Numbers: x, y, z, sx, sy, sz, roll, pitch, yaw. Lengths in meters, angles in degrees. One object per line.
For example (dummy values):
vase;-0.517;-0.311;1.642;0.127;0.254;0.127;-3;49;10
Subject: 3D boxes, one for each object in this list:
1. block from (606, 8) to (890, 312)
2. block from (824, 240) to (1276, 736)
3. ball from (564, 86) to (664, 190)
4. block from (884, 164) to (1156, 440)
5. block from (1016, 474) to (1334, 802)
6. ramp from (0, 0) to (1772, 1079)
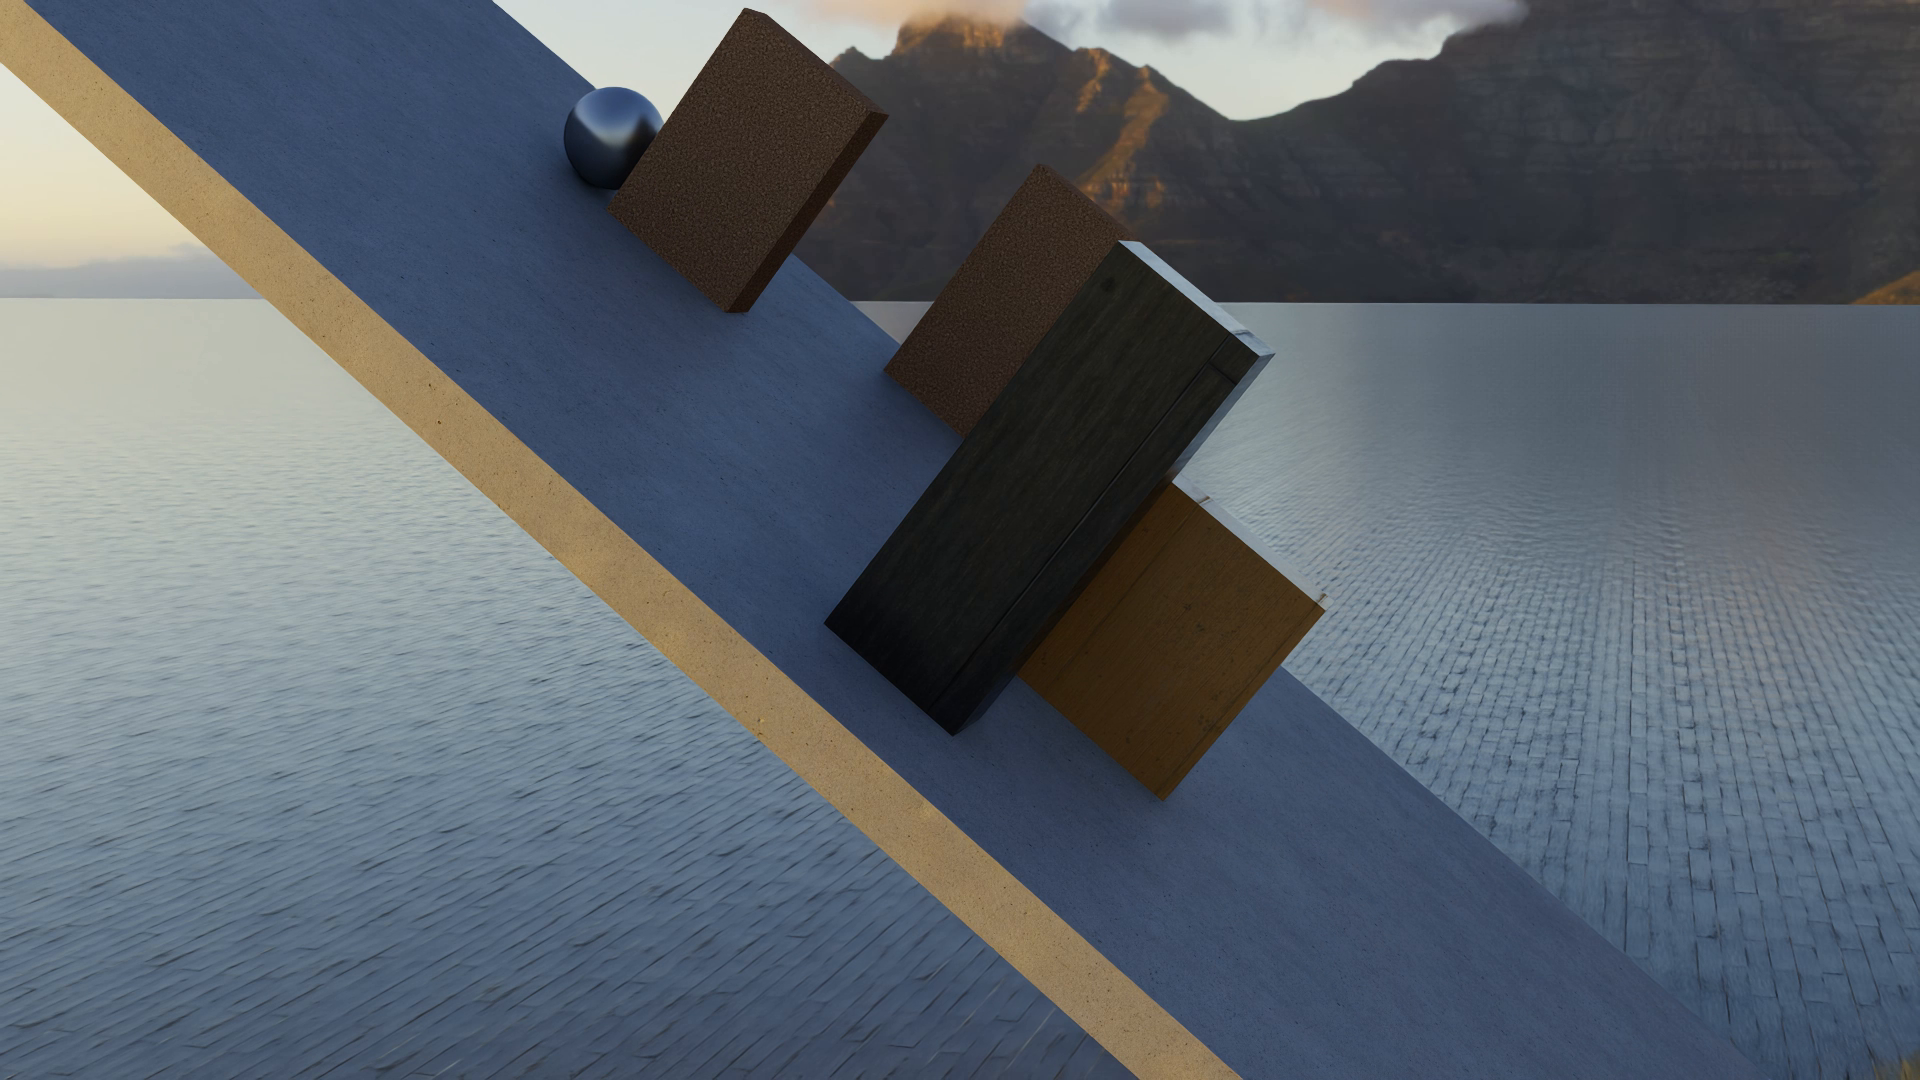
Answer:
block;-0.426;-0.751;4.381;0.331;0.495;0.113;41;16;9
block;0.129;-0.074;3.280;0.262;0.730;0.146;41;16;9
ball;-0.704;-0.820;4.491;0.209;0.209;0.209;0;7;0
block;0.126;-0.489;4.731;0.304;0.560;0.096;41;16;9
block;0.341;0.151;3.676;0.366;0.424;0.106;41;16;9
ramp;-0.023;0.076;4.051;4.000;0.100;2.000;41;16;9
